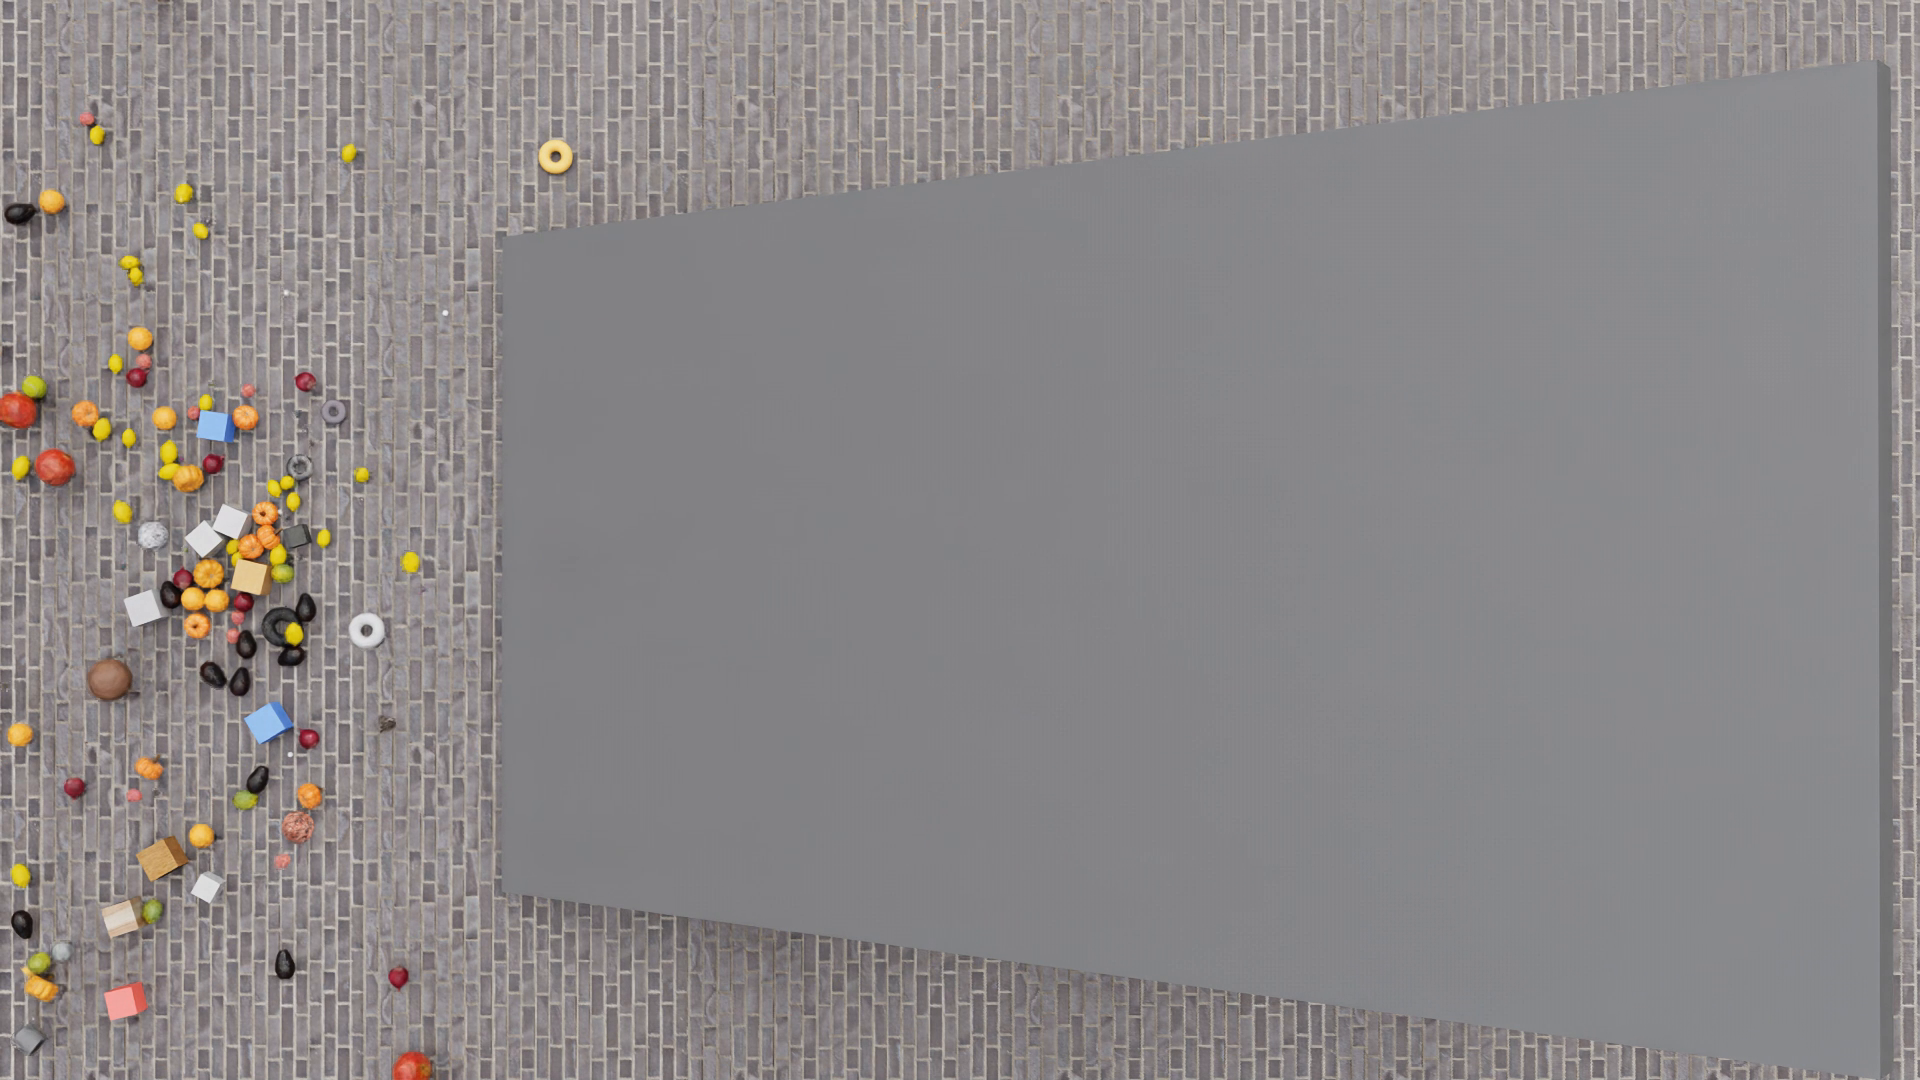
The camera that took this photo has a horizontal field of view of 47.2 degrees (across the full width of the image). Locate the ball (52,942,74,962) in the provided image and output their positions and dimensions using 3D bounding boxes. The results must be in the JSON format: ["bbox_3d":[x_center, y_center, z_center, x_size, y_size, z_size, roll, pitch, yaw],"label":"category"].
[{"bbox_3d":[-2.756,1.263,6.753,0.061,0.061,0.061,0,90,0],"label":"ball"}]

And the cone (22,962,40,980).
[{"bbox_3d":[-2.851,1.320,6.771,0.053,0.053,0.053,37,58,0],"label":"cone"}]

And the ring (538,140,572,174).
[{"bbox_3d":[-1.247,-1.182,6.784,0.105,0.035,0.105,0,91,-1],"label":"ring"}]

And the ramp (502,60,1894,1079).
[{"bbox_3d":[0.232,0.065,5.550,4.000,0.100,2.000,0,89,37],"label":"ramp"}]

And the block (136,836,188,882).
[{"bbox_3d":[-2.443,0.976,6.738,0.096,0.096,0.096,-30,90,0],"label":"block"}]

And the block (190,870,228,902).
[{"bbox_3d":[-2.305,1.065,6.752,0.066,0.066,0.066,29,90,0],"label":"block"}]

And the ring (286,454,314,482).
[{"bbox_3d":[-2.034,-0.223,6.780,0.087,0.029,0.087,0,91,-1],"label":"ring"}]

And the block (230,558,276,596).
[{"bbox_3d":[-2.166,0.113,6.745,0.092,0.092,0.092,13,90,0],"label":"block"}]

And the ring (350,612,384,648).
[{"bbox_3d":[-1.826,0.279,6.772,0.111,0.037,0.111,0,88,1],"label":"ring"}]

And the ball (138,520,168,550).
[{"bbox_3d":[-2.477,-0.015,6.749,0.088,0.088,0.088,0,90,0],"label":"ball"}]

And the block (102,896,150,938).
[{"bbox_3d":[-2.557,1.154,6.738,0.091,0.091,0.091,-18,90,0],"label":"block"}]

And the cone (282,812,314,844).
[{"bbox_3d":[-2.043,0.886,6.736,0.099,0.099,0.099,0,90,0],"label":"cone"}]

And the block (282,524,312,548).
[{"bbox_3d":[-2.037,-0.012,6.763,0.060,0.060,0.060,-18,90,0],"label":"block"}]

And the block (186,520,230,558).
[{"bbox_3d":[-2.309,-0.002,6.752,0.082,0.082,0.082,-42,90,0],"label":"block"}]

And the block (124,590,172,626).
[{"bbox_3d":[-2.492,0.208,6.746,0.090,0.090,0.090,-19,90,0],"label":"block"}]

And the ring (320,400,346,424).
[{"bbox_3d":[-1.932,-0.395,6.782,0.078,0.026,0.078,0,88,0],"label":"ring"}]

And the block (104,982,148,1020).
[{"bbox_3d":[-2.556,1.412,6.740,0.085,0.085,0.085,-13,90,0],"label":"block"}]

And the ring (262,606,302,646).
[{"bbox_3d":[-2.087,0.267,6.770,0.123,0.041,0.123,0,89,-4],"label":"ring"}]

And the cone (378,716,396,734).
[{"bbox_3d":[-1.778,0.558,6.776,0.053,0.053,0.053,-45,63,0],"label":"cone"}]

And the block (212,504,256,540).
[{"bbox_3d":[-2.228,-0.055,6.751,0.083,0.083,0.083,23,90,0],"label":"block"}]

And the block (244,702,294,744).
[{"bbox_3d":[-2.118,0.560,6.743,0.091,0.091,0.091,-32,90,0],"label":"block"}]

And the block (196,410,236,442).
[{"bbox_3d":[-2.282,-0.349,6.753,0.084,0.084,0.084,9,90,0],"label":"block"}]
